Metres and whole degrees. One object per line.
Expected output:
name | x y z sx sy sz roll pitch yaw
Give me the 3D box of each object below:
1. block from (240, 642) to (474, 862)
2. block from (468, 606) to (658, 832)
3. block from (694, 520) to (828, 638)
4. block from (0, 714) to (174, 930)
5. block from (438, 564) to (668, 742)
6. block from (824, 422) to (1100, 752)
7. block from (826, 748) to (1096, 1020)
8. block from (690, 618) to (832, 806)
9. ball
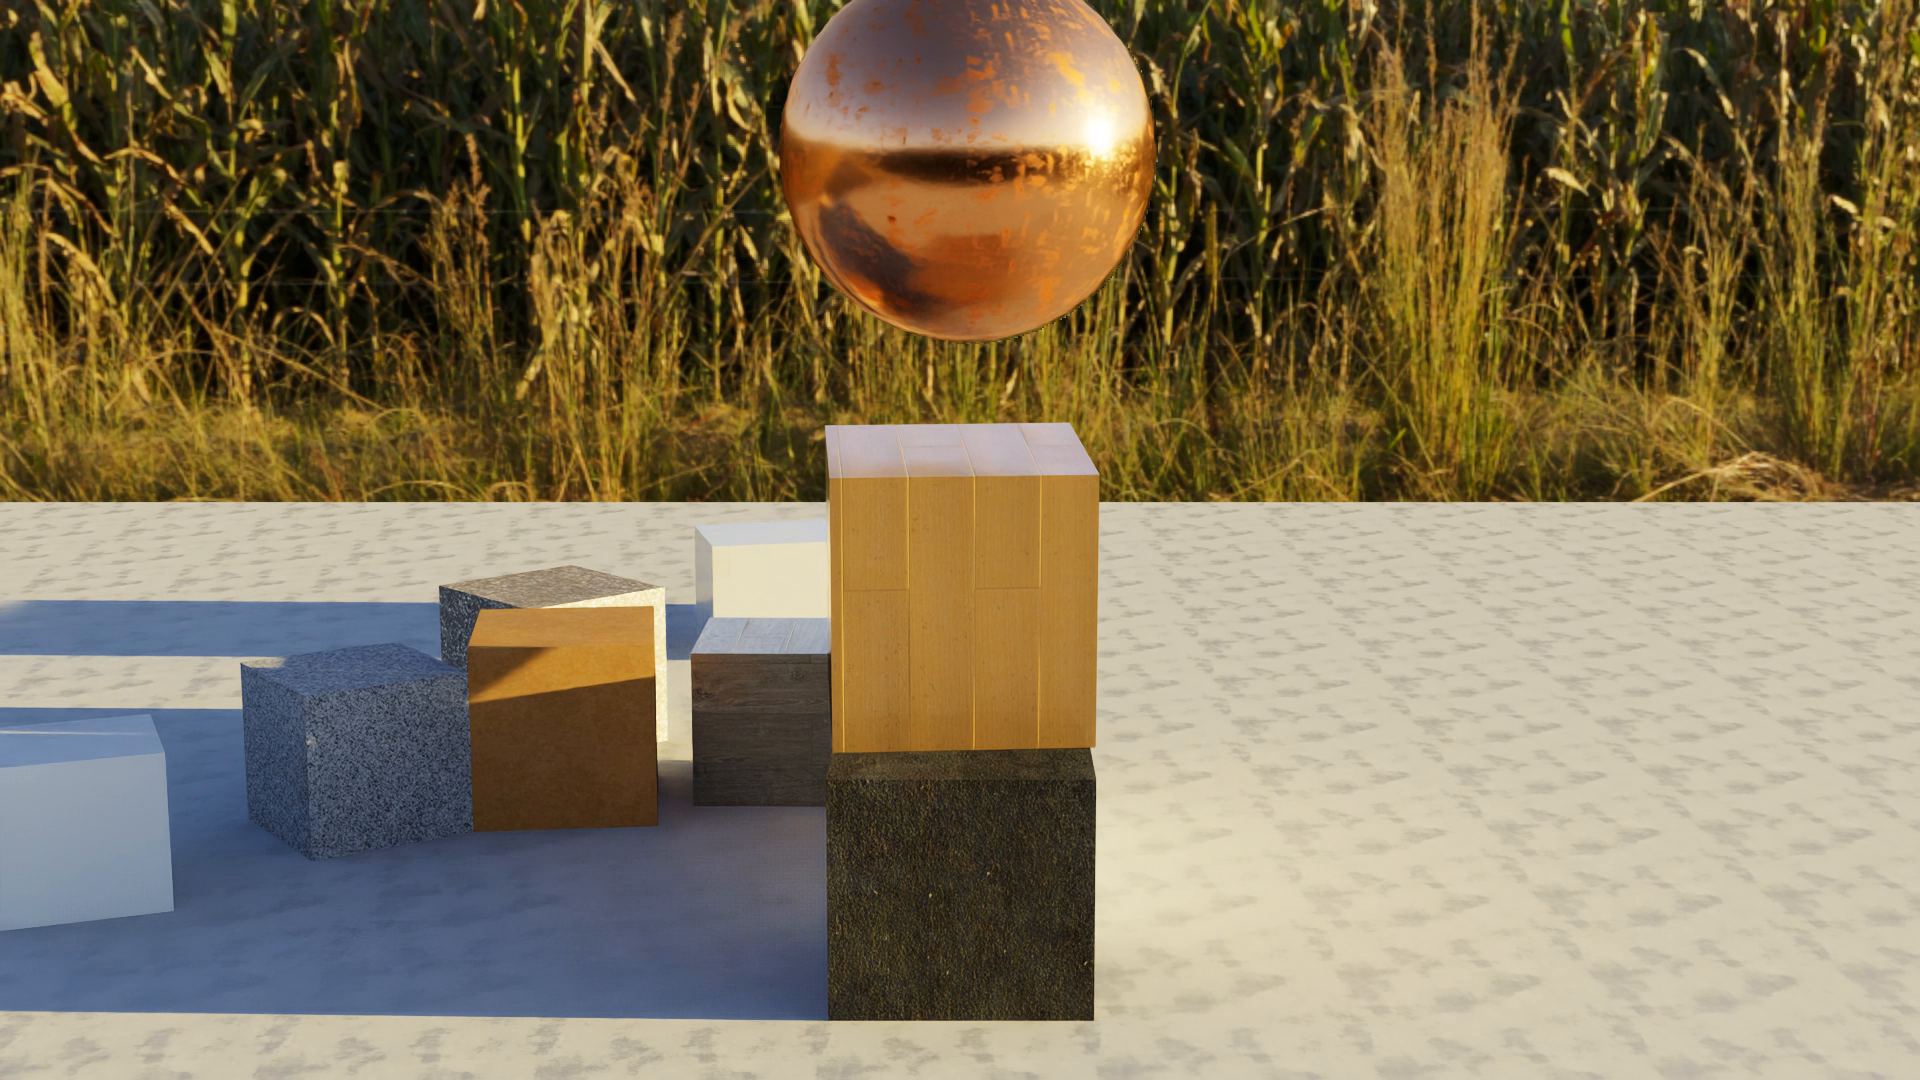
block | -2.839 0.973 12.069 0.788 0.767 0.819 -7 13 -34
block | -1.907 0.849 12.440 0.858 0.879 0.899 -1 10 -7
block | -1.172 0.300 15.957 0.842 0.701 0.763 -3 11 -14
block | -3.804 1.199 11.030 0.714 0.694 0.713 -4 11 -22
block | -2.160 0.655 13.639 0.844 0.832 0.856 -10 14 -42
block | -0.017 0.165 10.248 1.016 1.078 1.032 -1 14 -4
block | 0.004 1.263 10.001 0.999 0.936 0.917 0 10 0
block | -0.850 0.845 12.792 0.877 0.760 0.828 0 10 1
ball | 0.029 -1.642 10.882 1.600 1.600 1.600 0 10 0
